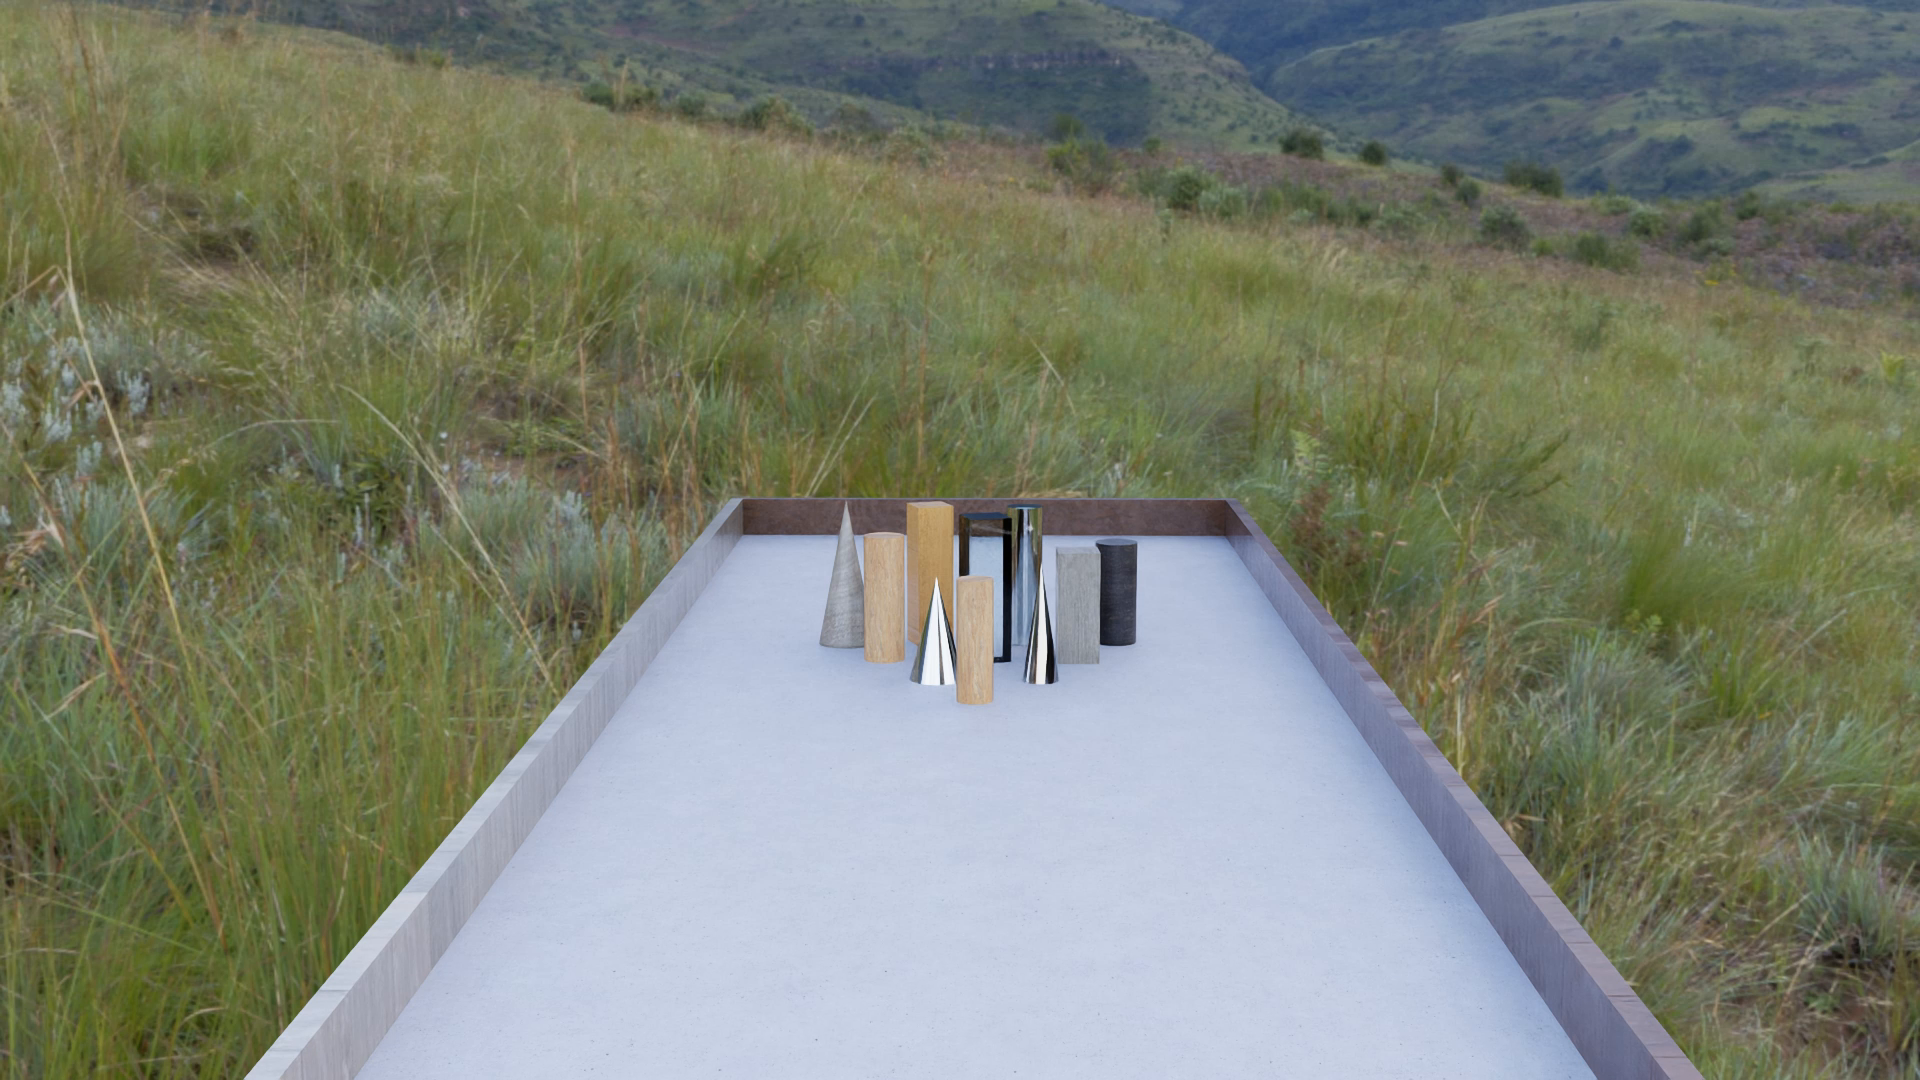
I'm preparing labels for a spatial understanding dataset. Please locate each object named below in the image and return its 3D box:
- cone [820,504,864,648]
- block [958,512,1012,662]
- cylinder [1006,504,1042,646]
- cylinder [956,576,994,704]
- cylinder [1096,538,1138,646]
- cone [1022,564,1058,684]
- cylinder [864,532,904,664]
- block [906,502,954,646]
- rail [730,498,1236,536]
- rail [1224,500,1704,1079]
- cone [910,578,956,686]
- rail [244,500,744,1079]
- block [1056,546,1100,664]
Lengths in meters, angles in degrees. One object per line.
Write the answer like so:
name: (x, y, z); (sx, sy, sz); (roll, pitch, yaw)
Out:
cone: (-0.356, 0.099, 6.919); (0.179, 0.459, 0.179); (0, 9, 0)
block: (0.076, 0.145, 6.681); (0.128, 0.442, 0.128); (-3, 9, -17)
cylinder: (0.203, 0.109, 6.923); (0.113, 0.437, 0.113); (0, 9, 0)
cylinder: (0.042, 0.279, 6.141); (0.103, 0.347, 0.103); (0, 9, 0)
cylinder: (0.492, 0.164, 6.948); (0.133, 0.321, 0.133); (0, 9, 0)
cone: (0.236, 0.237, 6.396); (0.106, 0.350, 0.106); (0, 9, 0)
cylinder: (-0.230, 0.175, 6.687); (0.125, 0.382, 0.125); (0, 9, 0)
block: (-0.094, 0.106, 6.937); (0.115, 0.440, 0.115); (-3, 10, -19)
rail: (0.099, -0.098, 9.147); (2.100, 0.150, 0.050); (0, 9, 1)
rail: (1.046, 0.843, 3.208); (0.050, 0.150, 12.000); (0, 9, 1)
cone: (-0.068, 0.258, 6.417); (0.160, 0.303, 0.160); (0, 9, 0)
rail: (-1.004, 0.839, 3.234); (0.050, 0.150, 12.000); (0, 9, 1)
block: (0.357, 0.198, 6.680); (0.126, 0.338, 0.126); (0, 9, -1)
